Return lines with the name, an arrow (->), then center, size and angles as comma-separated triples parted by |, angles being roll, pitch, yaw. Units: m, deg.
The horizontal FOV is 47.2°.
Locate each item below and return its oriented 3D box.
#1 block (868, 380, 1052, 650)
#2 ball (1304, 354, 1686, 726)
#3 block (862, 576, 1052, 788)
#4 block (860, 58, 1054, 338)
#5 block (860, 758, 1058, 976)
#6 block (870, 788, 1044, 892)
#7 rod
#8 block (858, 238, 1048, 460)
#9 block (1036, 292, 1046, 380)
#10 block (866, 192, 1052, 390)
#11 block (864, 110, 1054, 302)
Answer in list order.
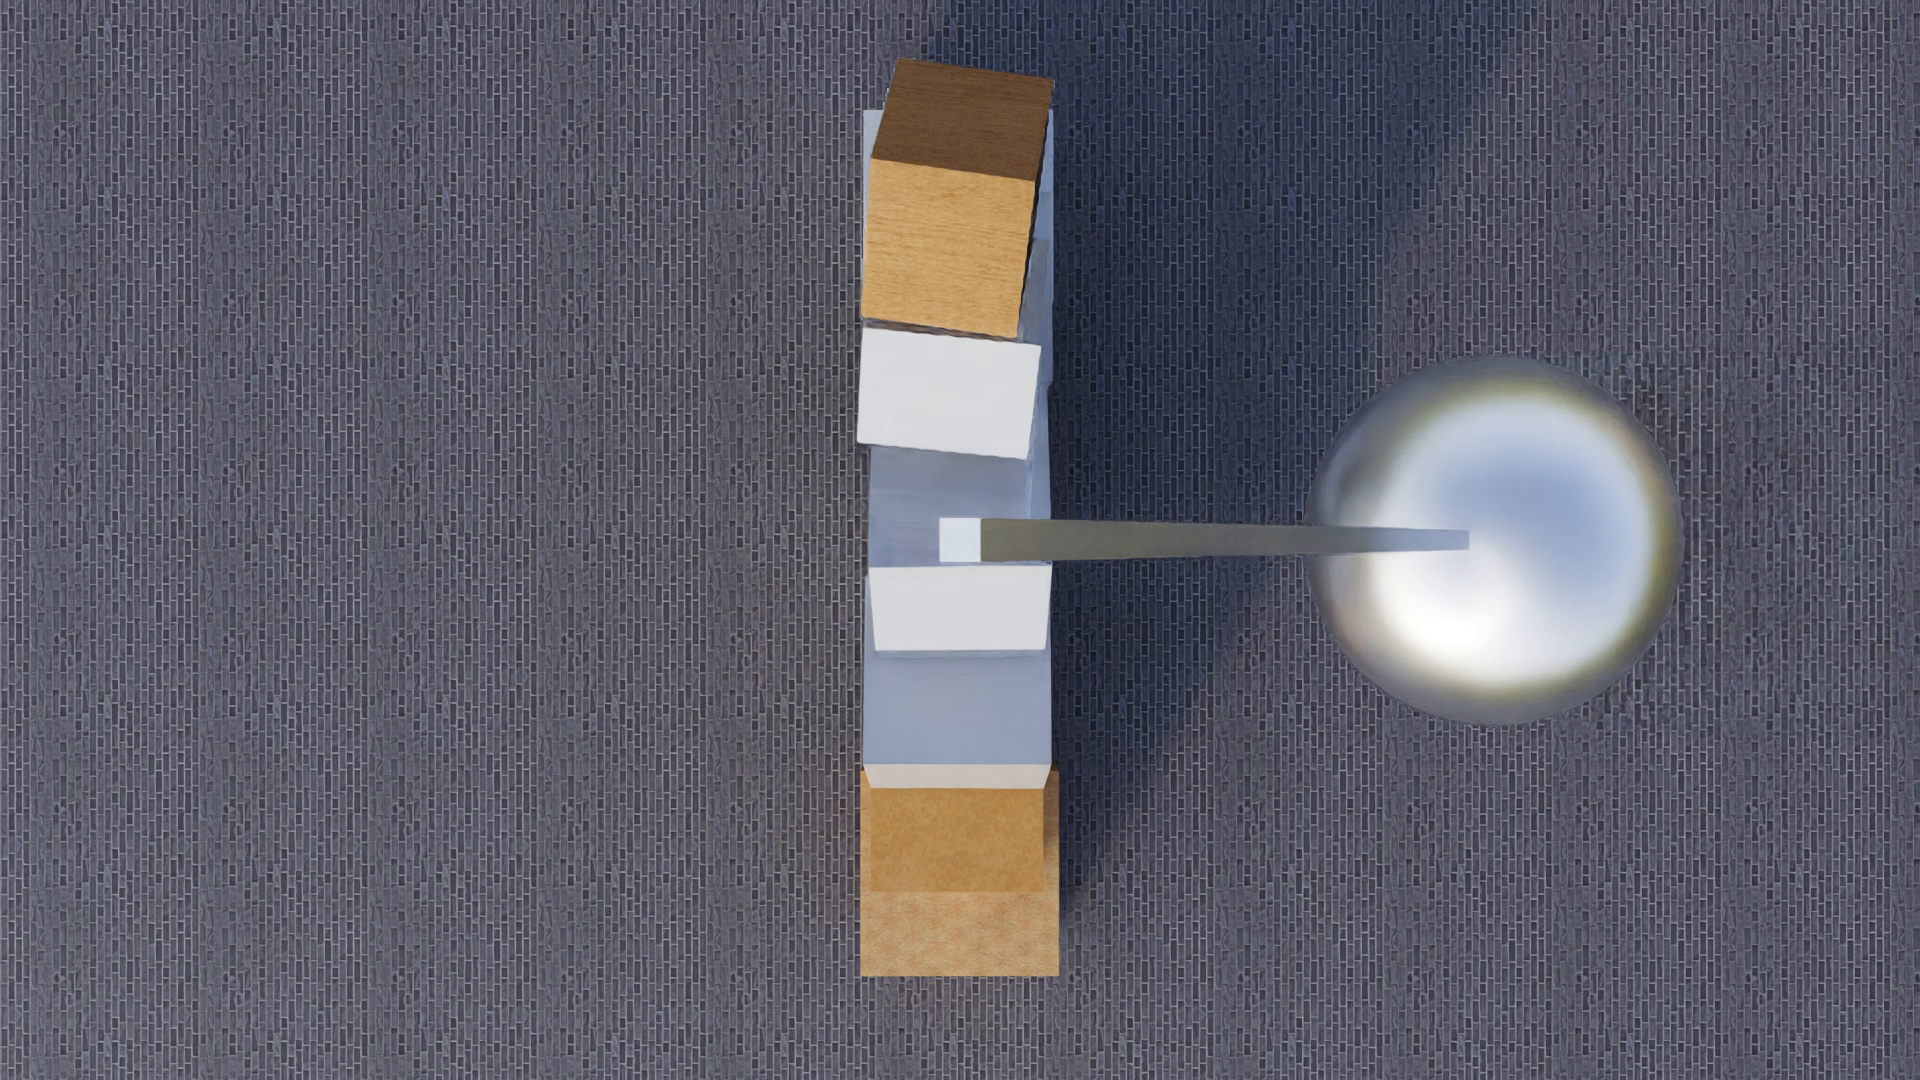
block -> -0.002, -0.101, 10.003 | 0.785, 0.854, 0.930 | 0, 62, 0
ball -> 2.295, 0.000, 9.514 | 1.600, 1.600, 1.600 | 0, 90, 0
block -> -0.012, 0.707, 10.691 | 0.869, 0.921, 0.890 | 0, 77, 0
block -> -0.012, -1.397, 8.976 | 0.641, 0.754, 0.762 | 8, 133, 2
block -> -0.002, 1.808, 12.461 | 1.076, 1.078, 1.113 | 0, 90, 0
block -> -0.016, 1.327, 11.523 | 0.873, 0.797, 0.907 | 0, 90, 0
rod -> 0.994, 0.000, 6.373 | 0.080, 5.200, 0.080 | 0, 90, 22
block -> -0.029, -0.858, 9.457 | 0.733, 0.716, 0.636 | 6, 135, 0
block -> 0.015, -0.958, 10.901 | 0.795, 0.768, 0.822 | 0, 90, 0
block -> -0.004, -1.299, 11.691 | 0.953, 0.813, 0.971 | 0, 90, 0
block -> -0.008, -1.839, 12.549 | 1.046, 0.903, 1.051 | 0, 90, 0
